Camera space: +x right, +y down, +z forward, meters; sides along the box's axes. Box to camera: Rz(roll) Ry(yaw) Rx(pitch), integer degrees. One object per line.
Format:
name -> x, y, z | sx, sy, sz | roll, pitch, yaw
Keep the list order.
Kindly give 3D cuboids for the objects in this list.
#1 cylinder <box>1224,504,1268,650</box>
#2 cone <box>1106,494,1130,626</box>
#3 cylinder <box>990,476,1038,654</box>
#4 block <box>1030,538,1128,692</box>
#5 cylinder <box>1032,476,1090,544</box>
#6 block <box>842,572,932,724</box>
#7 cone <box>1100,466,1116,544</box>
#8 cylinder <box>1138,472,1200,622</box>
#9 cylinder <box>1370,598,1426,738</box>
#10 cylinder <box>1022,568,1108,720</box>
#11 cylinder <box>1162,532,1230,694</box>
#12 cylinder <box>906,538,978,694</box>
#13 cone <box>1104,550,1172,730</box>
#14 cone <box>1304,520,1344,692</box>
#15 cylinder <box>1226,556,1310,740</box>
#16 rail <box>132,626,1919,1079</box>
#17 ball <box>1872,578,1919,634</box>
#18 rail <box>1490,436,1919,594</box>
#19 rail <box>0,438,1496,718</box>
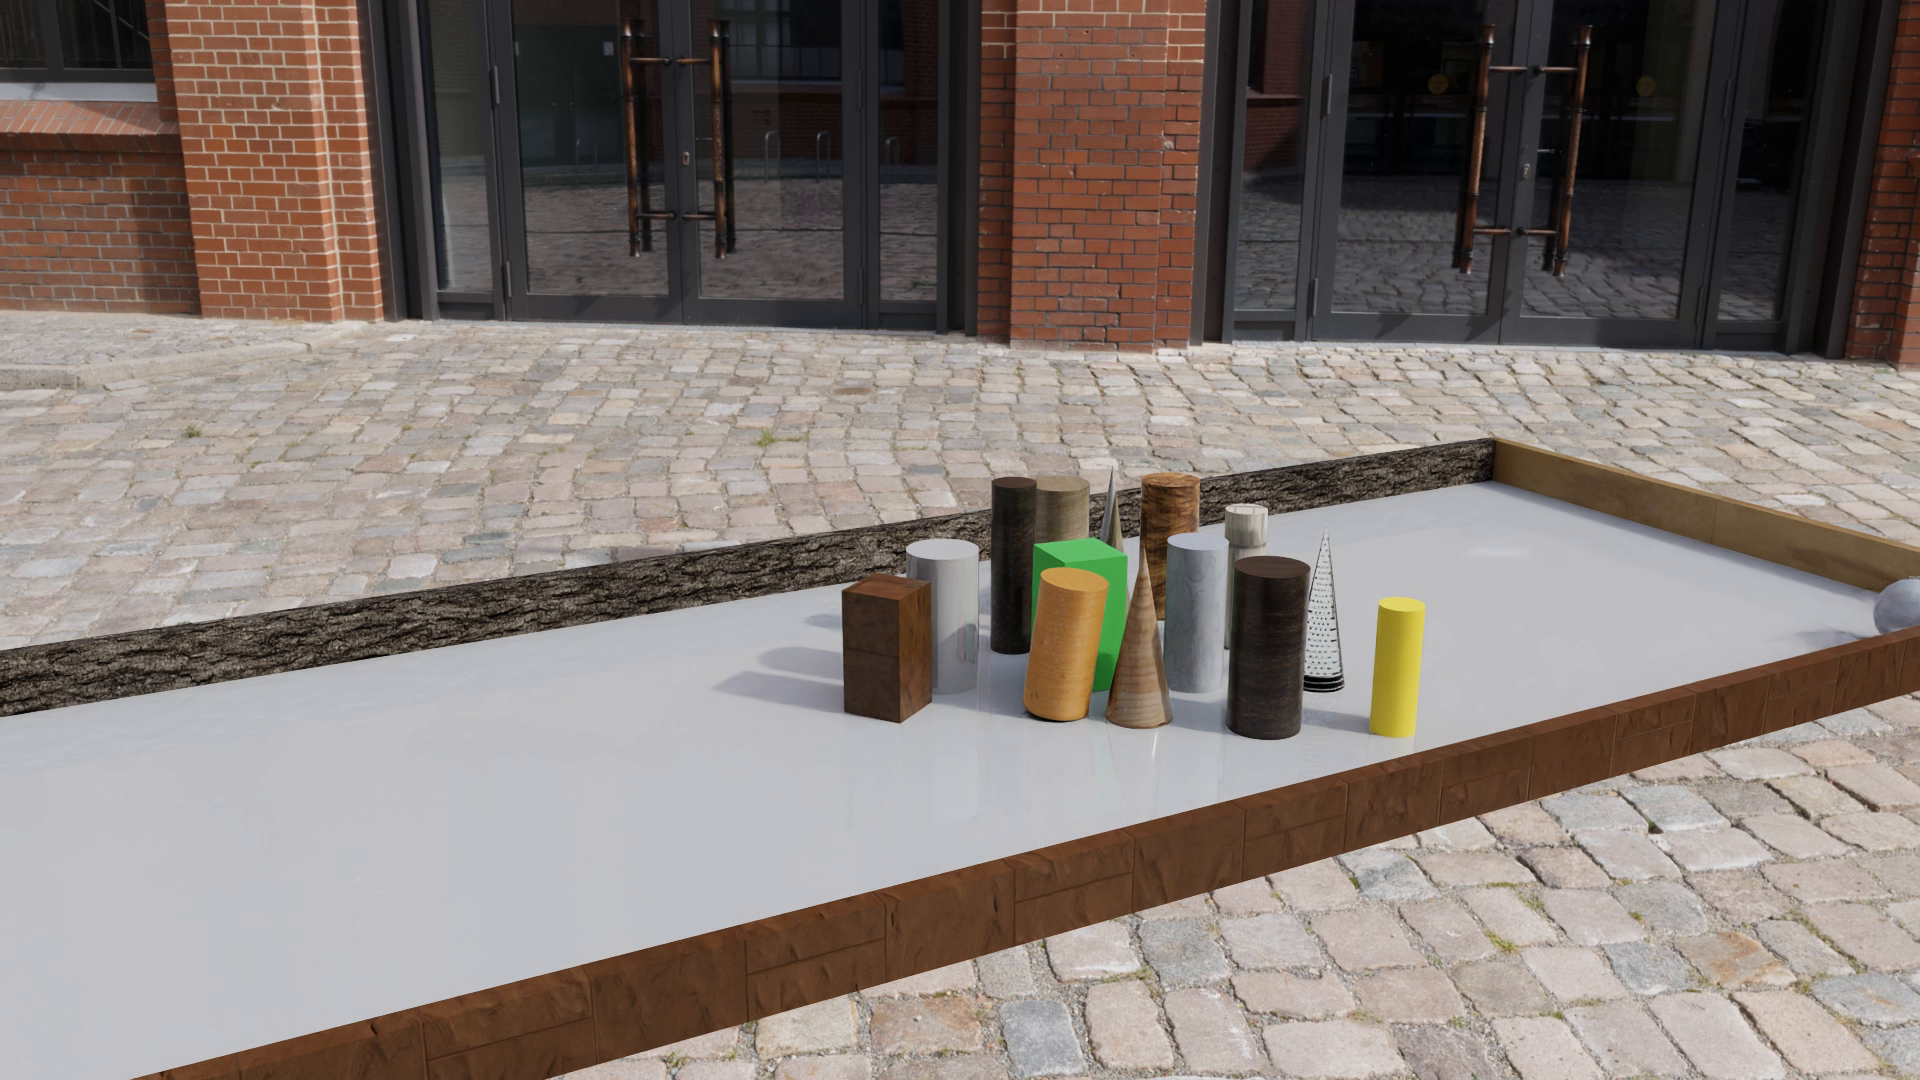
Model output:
cylinder -> 0.747, 0.100, 4.350 | 0.109, 0.375, 0.109 | 0, 16, 0
cone -> 0.405, 0.073, 4.342 | 0.124, 0.432, 0.124 | 0, 16, 0
cylinder -> 0.140, 0.068, 4.322 | 0.119, 0.452, 0.119 | 0, 16, 0
block -> 0.293, 0.189, 4.102 | 0.172, 0.342, 0.172 | -6, 17, -23
cylinder -> 0.271, 0.026, 4.593 | 0.173, 0.380, 0.173 | 0, 16, 0
block -> -0.173, 0.256, 3.939 | 0.155, 0.307, 0.155 | 8, 19, 27
cone -> 0.445, -0.045, 4.850 | 0.106, 0.370, 0.106 | 0, 16, 0
cylinder -> 0.582, 0.018, 4.609 | 0.162, 0.386, 0.162 | 0, 16, 0
cylinder -> 1.010, 0.294, 3.808 | 0.104, 0.308, 0.104 | 0, 16, 0
cylinder -> 0.249, 0.246, 3.909 | 0.161, 0.327, 0.161 | 7, 18, -2
cylinder -> 0.582, 0.180, 4.086 | 0.150, 0.370, 0.150 | 0, 16, 0
cylinder -> -0.043, 0.189, 4.095 | 0.180, 0.348, 0.180 | 0, 16, 0
cone -> 0.426, 0.215, 3.869 | 0.164, 0.425, 0.164 | 0, 16, 0
cone -> 0.894, 0.155, 4.078 | 0.139, 0.423, 0.139 | 0, 16, 0
cylinder -> 0.712, 0.248, 3.817 | 0.173, 0.391, 0.173 | 0, 16, 0
rail -> -2.336, 1.006, 1.665 | 12.000, 0.150, 0.050 | -9, 18, -27
ball -> 2.517, 0.196, 4.350 | 0.191, 0.191, 0.191 | 0, 16, 0
rail -> 2.466, -0.048, 5.253 | 0.050, 0.150, 2.100 | -9, 18, -27
rail -> -3.305, 0.497, 3.399 | 12.000, 0.150, 0.050 | -9, 18, -27
